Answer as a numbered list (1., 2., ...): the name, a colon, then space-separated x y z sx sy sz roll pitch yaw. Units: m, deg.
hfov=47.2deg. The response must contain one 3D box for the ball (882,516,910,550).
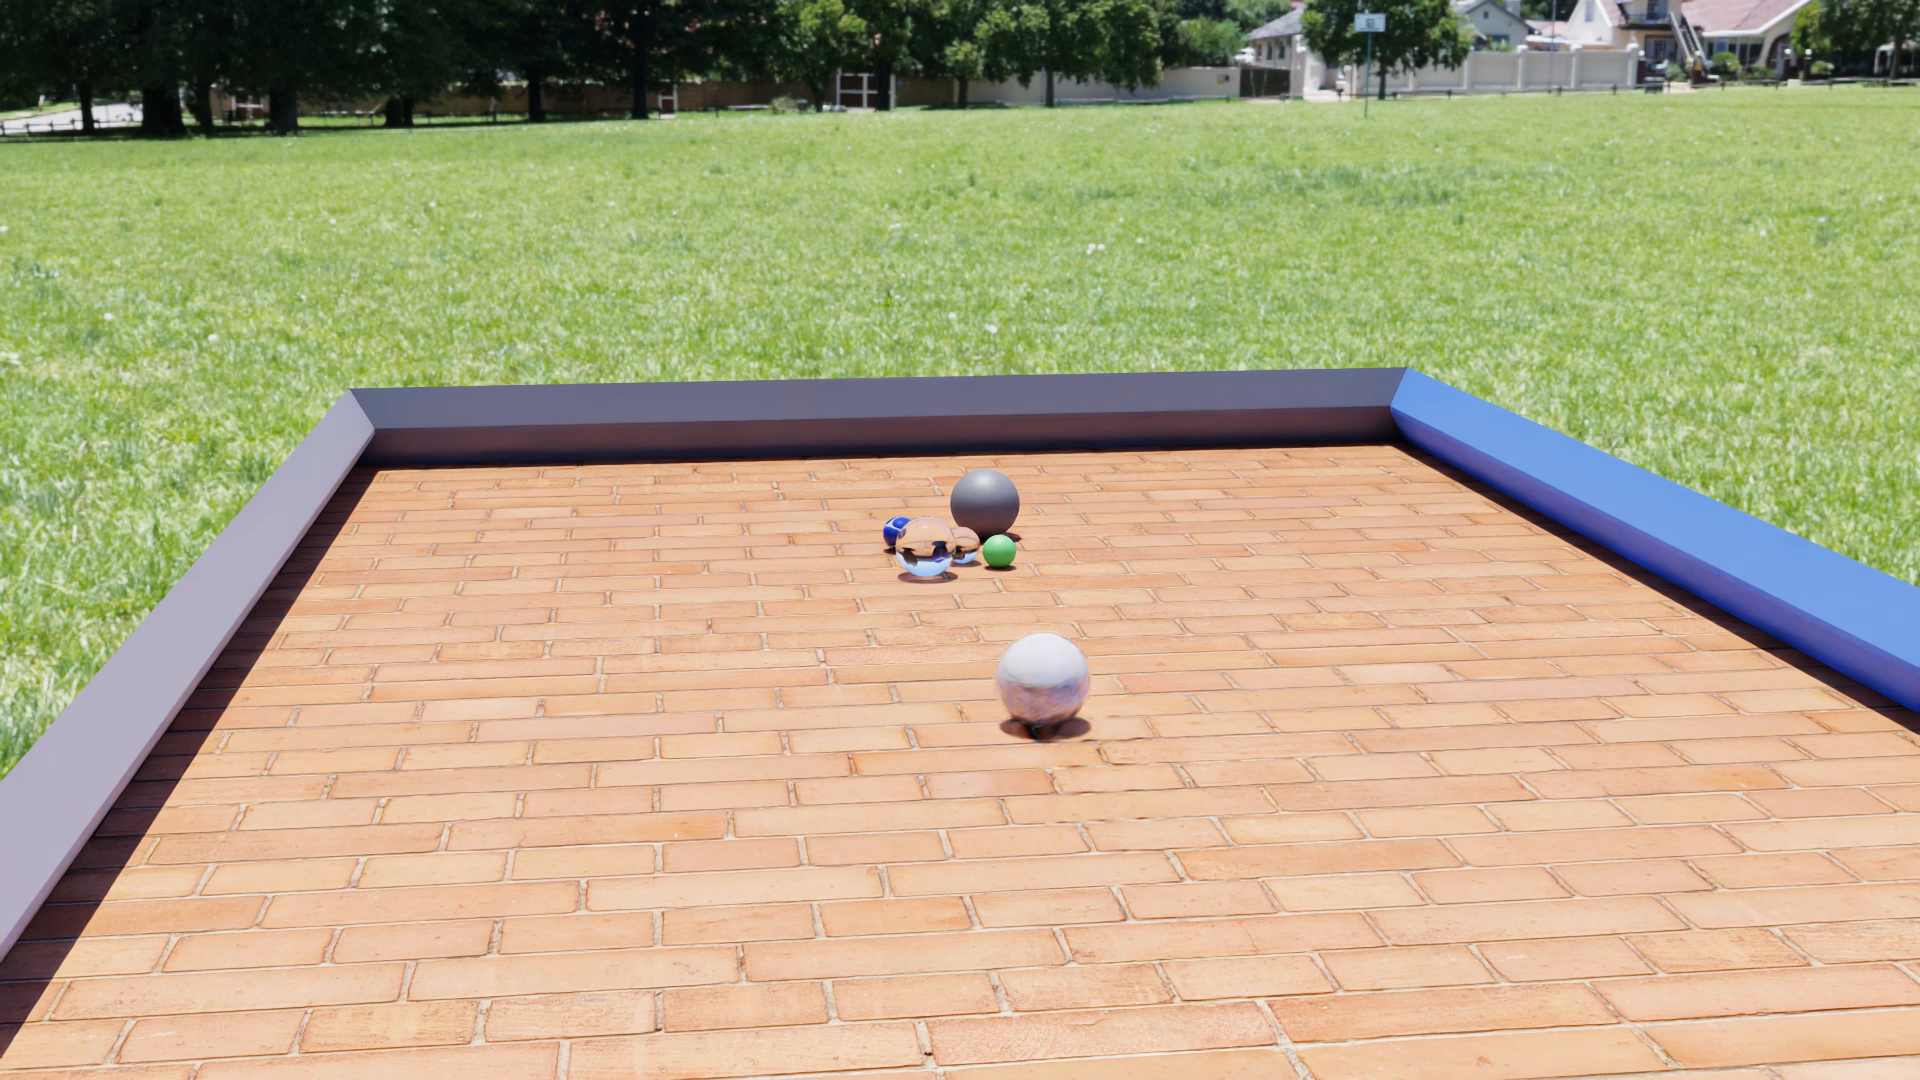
1. ball: -0.083 -0.009 3.030 0.049 0.049 0.049 0 13 0

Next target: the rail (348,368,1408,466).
1. rail: -0.108 -0.208 3.723 1.808 0.128 0.045 -2 13 -8

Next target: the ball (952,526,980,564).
1. ball: 0.003 0.007 2.957 0.050 0.050 0.050 0 13 0

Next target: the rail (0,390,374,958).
1. rail: -0.762 0.175 2.035 0.045 0.128 3.303 -2 13 -8

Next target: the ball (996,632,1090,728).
1. ball: 0.085 0.143 2.249 0.097 0.097 0.097 0 13 0

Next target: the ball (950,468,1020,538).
1. ball: 0.035 -0.051 3.105 0.099 0.099 0.099 0 13 0

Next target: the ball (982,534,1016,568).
1. ball: 0.052 0.015 2.932 0.045 0.045 0.045 0 13 0

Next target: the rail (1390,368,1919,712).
1. rail: 0.983 0.122 2.265 0.045 0.128 3.303 -2 13 -8

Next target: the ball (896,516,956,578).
1. ball: -0.045 0.009 2.881 0.080 0.080 0.080 0 13 0
